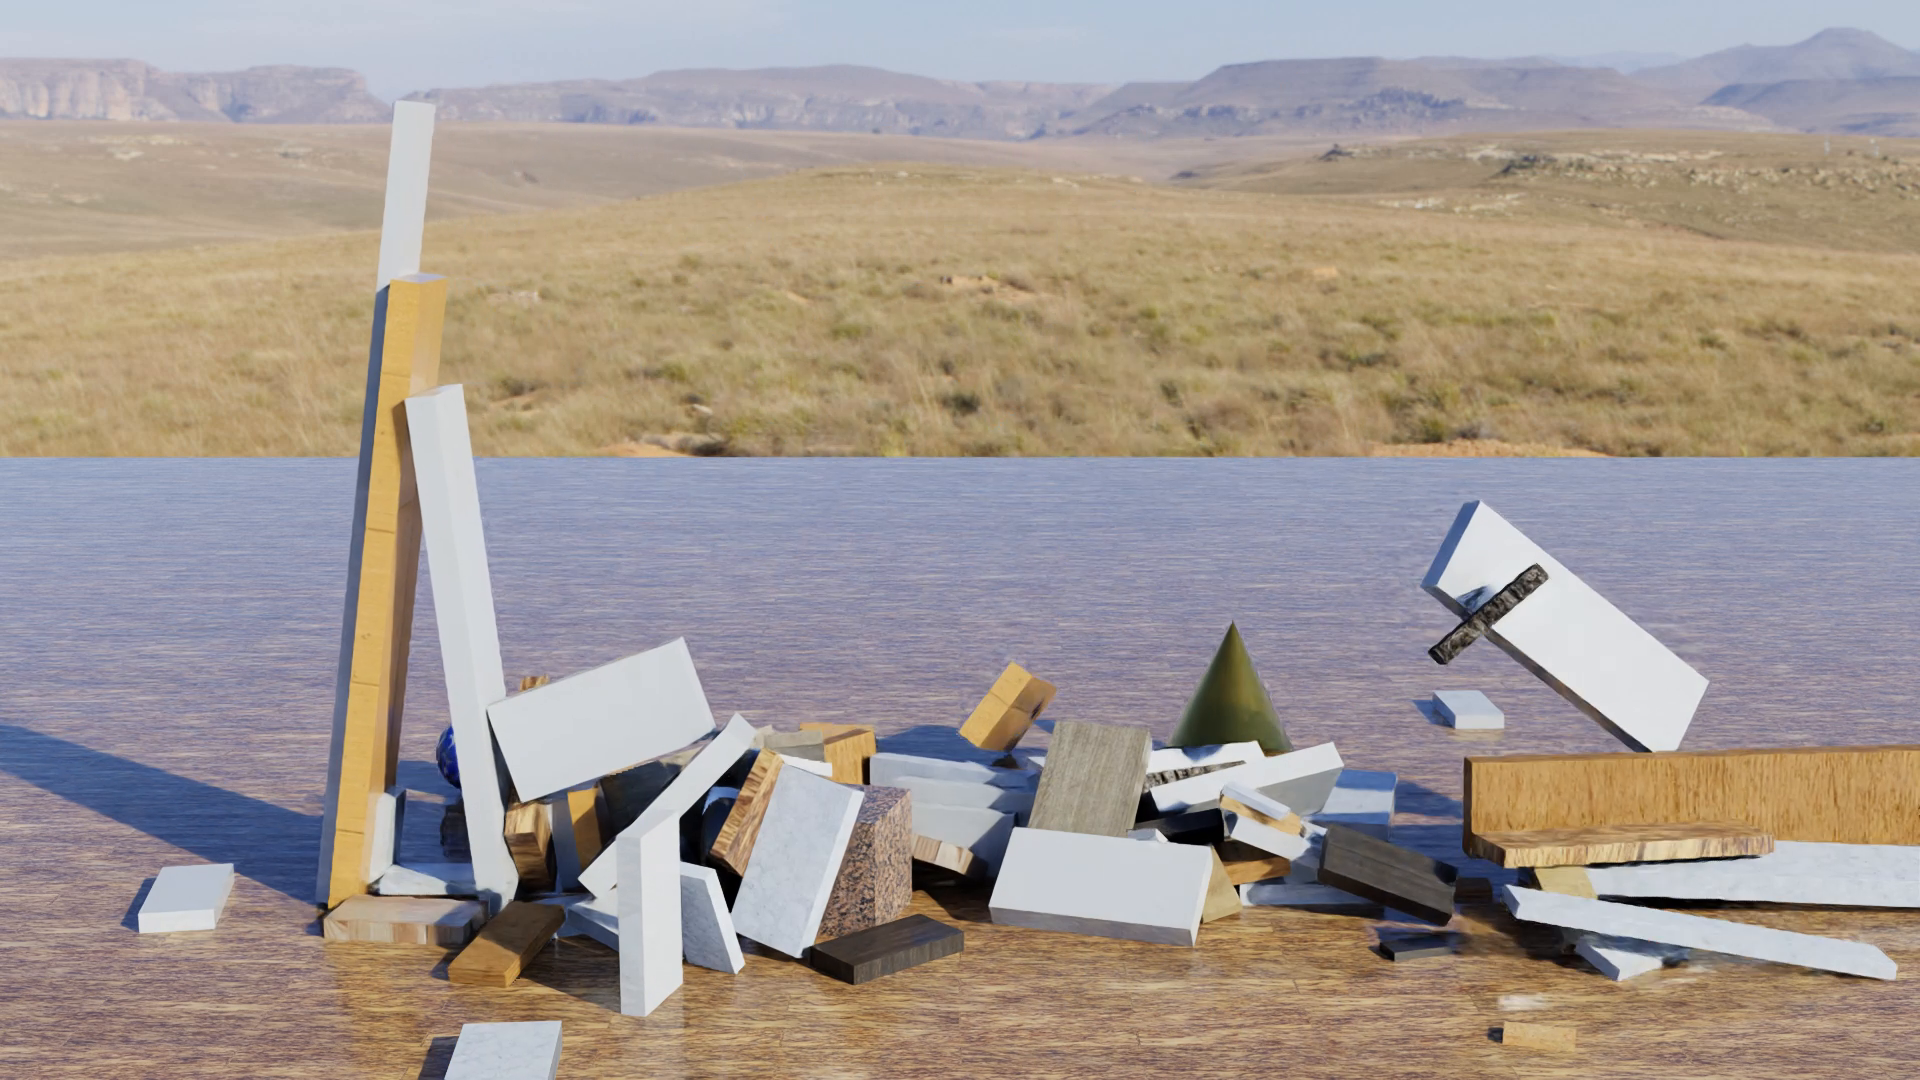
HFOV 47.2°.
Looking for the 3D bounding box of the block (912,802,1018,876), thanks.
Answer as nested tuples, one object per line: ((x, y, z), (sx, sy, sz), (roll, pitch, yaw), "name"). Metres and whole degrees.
((-0.010, 0.513, 3.777), (0.218, 0.109, 0.031), (3, 6, 16), "block")

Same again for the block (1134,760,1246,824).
((0.329, 0.473, 3.867), (0.343, 0.171, 0.049), (-5, 56, -24), "block")

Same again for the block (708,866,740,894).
((-0.482, 0.568, 3.710), (0.206, 0.029, 0.103), (8, 13, 37), "block")

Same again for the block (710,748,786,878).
((-0.321, 0.423, 3.410), (0.026, 0.183, 0.091), (17, -21, 23), "block")

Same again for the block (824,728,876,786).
((-0.259, 0.436, 3.874), (0.042, 0.147, 0.293), (1, 8, 40), "block")

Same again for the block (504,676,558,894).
((-0.714, 0.412, 3.721), (0.047, 0.167, 0.334), (-6, 46, 1), "block")

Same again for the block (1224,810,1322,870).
((0.559, 0.500, 3.638), (0.240, 0.034, 0.120), (21, 10, -2), "block")

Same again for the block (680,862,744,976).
((-0.388, 0.566, 3.304), (0.091, 0.183, 0.026), (7, 34, 32), "block")

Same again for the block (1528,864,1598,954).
((0.963, 0.578, 3.458), (0.084, 0.024, 0.167), (-1, 39, -8), "block")

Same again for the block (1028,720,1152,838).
((0.207, 0.459, 3.676), (0.164, 0.046, 0.328), (4, 54, 19), "block")

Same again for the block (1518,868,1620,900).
((1.121, 0.553, 3.749), (0.307, 0.043, 0.153), (-6, 12, -29), "block")

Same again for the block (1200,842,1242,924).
((0.402, 0.557, 3.578), (0.068, 0.019, 0.136), (-17, 42, -7), "block")

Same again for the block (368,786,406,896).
((-0.954, 0.504, 3.660), (0.024, 0.171, 0.086), (9, 11, 1), "block")

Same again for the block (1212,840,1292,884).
((0.422, 0.544, 3.670), (0.240, 0.034, 0.120), (-11, 11, 1), "block")

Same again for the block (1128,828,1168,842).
((0.321, 0.506, 3.570), (0.053, 0.106, 0.015), (-13, 42, 34), "block")

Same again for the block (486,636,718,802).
((-0.575, 0.289, 3.536), (0.330, 0.165, 0.047), (-19, 5, 4), "block")

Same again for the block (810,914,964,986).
((-0.111, 0.628, 3.381), (0.218, 0.031, 0.109), (-9, 14, -40), "block")

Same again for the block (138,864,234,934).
((-1.266, 0.585, 3.605), (0.114, 0.032, 0.229), (-2, 11, -10), "block")

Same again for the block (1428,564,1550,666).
((0.865, 0.123, 3.604), (0.217, 0.031, 0.108), (-40, -8, 2), "block")

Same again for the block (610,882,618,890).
((-0.548, 0.558, 3.605), (0.070, 0.020, 0.140), (-10, 4, -2), "block")

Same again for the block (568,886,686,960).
((-0.504, 0.604, 3.423), (0.206, 0.029, 0.103), (18, 23, 38), "block")

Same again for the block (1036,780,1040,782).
((0.177, 0.479, 4.219), (0.121, 0.017, 0.060), (6, 12, 31), "block")

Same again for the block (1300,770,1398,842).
((0.715, 0.493, 4.063), (0.164, 0.047, 0.329), (3, 11, 14), "block")

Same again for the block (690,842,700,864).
((-0.428, 0.533, 3.770), (0.070, 0.020, 0.140), (7, 10, 30), "block")

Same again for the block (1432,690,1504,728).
((1.104, 0.368, 4.783), (0.104, 0.030, 0.209), (0, 11, -1), "block")

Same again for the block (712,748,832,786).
((-0.318, 0.394, 3.704), (0.184, 0.026, 0.092), (14, -40, -28), "block")

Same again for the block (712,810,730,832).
((-0.325, 0.478, 3.718), (0.183, 0.091, 0.026), (-26, -1, 29), "block")

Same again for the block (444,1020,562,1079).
((-0.608, 0.710, 2.916), (0.134, 0.038, 0.268), (-1, 11, -5), "block")

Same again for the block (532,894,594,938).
((-0.576, 0.598, 3.543), (0.206, 0.029, 0.103), (-4, 11, -21), "block")

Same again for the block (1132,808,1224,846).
((0.337, 0.511, 3.723), (0.218, 0.031, 0.109), (-11, -33, 0), "block")

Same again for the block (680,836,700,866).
((-0.453, 0.551, 3.575), (0.020, 0.070, 0.140), (-17, 26, 10), "block")

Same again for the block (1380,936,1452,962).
((0.705, 0.632, 3.405), (0.097, 0.014, 0.049), (-3, 11, -17), "block")

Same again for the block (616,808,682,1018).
((-0.451, 0.540, 3.201), (0.038, 0.268, 0.134), (3, 11, 16), "block")

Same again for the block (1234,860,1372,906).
((0.576, 0.571, 3.675), (0.240, 0.034, 0.120), (-1, 11, -3), "block")

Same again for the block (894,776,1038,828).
((0.018, 0.492, 3.815), (0.273, 0.136, 0.039), (4, 6, 19), "block")

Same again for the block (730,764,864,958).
((-0.255, 0.496, 3.403), (0.134, 0.268, 0.038), (17, -4, 27), "block")
